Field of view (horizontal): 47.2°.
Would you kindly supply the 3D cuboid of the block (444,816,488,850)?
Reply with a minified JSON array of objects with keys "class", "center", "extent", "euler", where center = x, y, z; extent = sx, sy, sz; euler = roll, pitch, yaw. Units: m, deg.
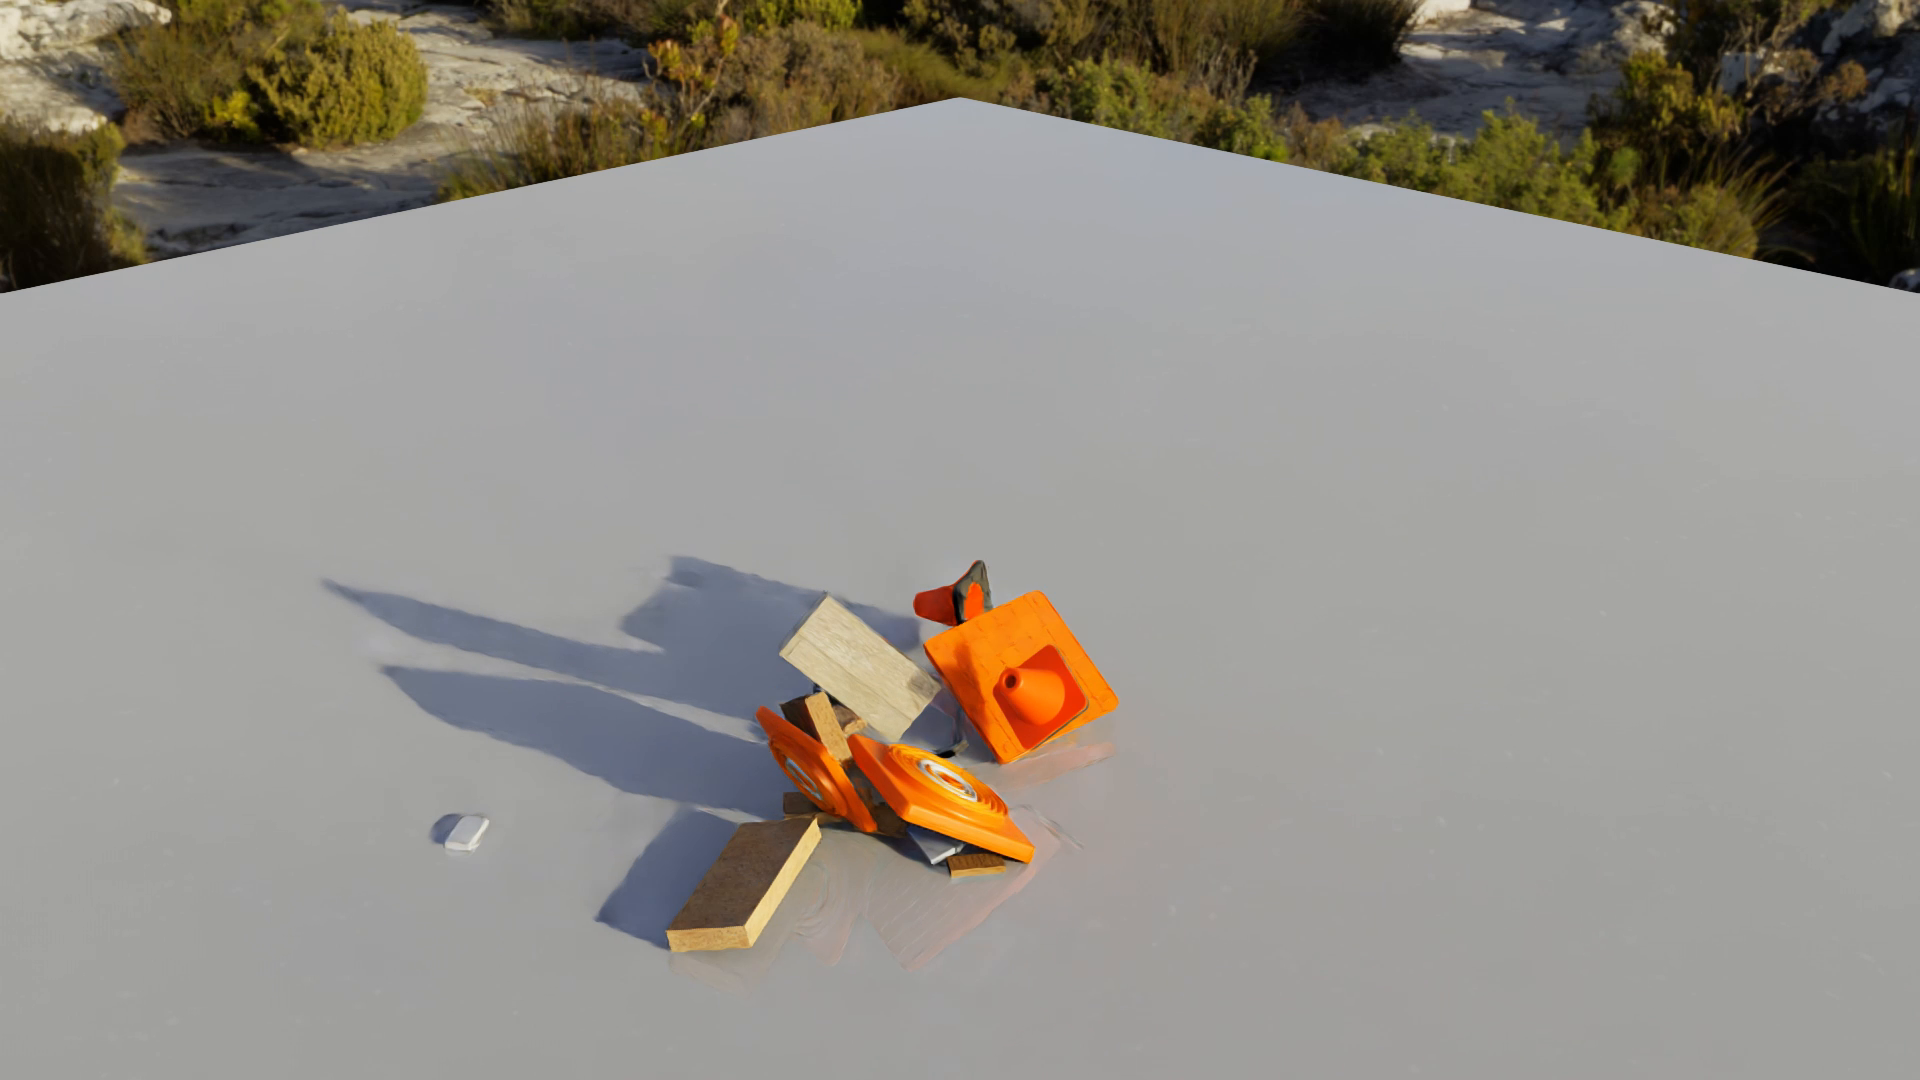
[{"class":"block","center":[-0.981,0.582,4.370],"extent":[0.052,0.015,0.103],"euler":[4,23,9]}]

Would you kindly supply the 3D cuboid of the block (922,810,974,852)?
[{"class":"block","center":[-0.030,0.575,4.349],"extent":[0.106,0.015,0.053],"euler":[23,53,32]}]

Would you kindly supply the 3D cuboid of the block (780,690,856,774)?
[{"class":"block","center":[-0.290,0.393,4.458],"extent":[0.045,0.158,0.315],"euler":[-23,-1,-15]}]

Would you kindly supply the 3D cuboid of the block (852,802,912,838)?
[{"class":"block","center":[-0.154,0.559,4.386],"extent":[0.109,0.015,0.054],"euler":[7,59,16]}]

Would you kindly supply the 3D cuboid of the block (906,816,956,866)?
[{"class":"block","center":[-0.057,0.590,4.311],"extent":[0.053,0.015,0.106],"euler":[-27,40,-16]}]

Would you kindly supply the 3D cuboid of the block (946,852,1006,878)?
[{"class":"block","center":[0.031,0.629,4.260],"extent":[0.106,0.015,0.053],"euler":[-4,23,-9]}]

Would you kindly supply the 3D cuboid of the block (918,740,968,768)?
[{"class":"block","center":[-0.035,0.449,4.617],"extent":[0.103,0.015,0.052],"euler":[-23,6,38]}]

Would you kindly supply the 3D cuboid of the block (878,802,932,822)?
[{"class":"block","center":[-0.110,0.550,4.445],"extent":[0.109,0.015,0.054],"euler":[0,23,-1]}]

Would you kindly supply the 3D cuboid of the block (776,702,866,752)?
[{"class":"block","center":[-0.300,0.407,4.769],"extent":[0.179,0.025,0.090],"euler":[-20,30,-39]}]

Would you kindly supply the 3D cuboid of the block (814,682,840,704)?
[{"class":"block","center":[-0.273,0.337,4.898],"extent":[0.103,0.052,0.015],"euler":[-7,17,-16]}]

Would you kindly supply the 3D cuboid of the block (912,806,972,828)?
[{"class":"block","center":[-0.035,0.564,4.386],"extent":[0.109,0.015,0.054],"euler":[10,46,20]}]

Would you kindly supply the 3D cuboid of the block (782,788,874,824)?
[{"class":"block","center":[-0.267,0.540,4.456],"extent":[0.179,0.025,0.090],"euler":[-3,23,-6]}]

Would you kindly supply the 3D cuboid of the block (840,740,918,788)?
[{"class":"block","center":[-0.187,0.470,4.620],"extent":[0.179,0.025,0.090],"euler":[12,26,26]}]

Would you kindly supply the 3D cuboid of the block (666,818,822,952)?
[{"class":"block","center":[-0.402,0.644,4.141],"extent":[0.158,0.045,0.398],"euler":[-7,20,19]}]

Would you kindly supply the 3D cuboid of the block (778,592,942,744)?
[{"class":"block","center":[-0.209,0.268,4.609],"extent":[0.315,0.158,0.045],"euler":[39,3,-14]}]
